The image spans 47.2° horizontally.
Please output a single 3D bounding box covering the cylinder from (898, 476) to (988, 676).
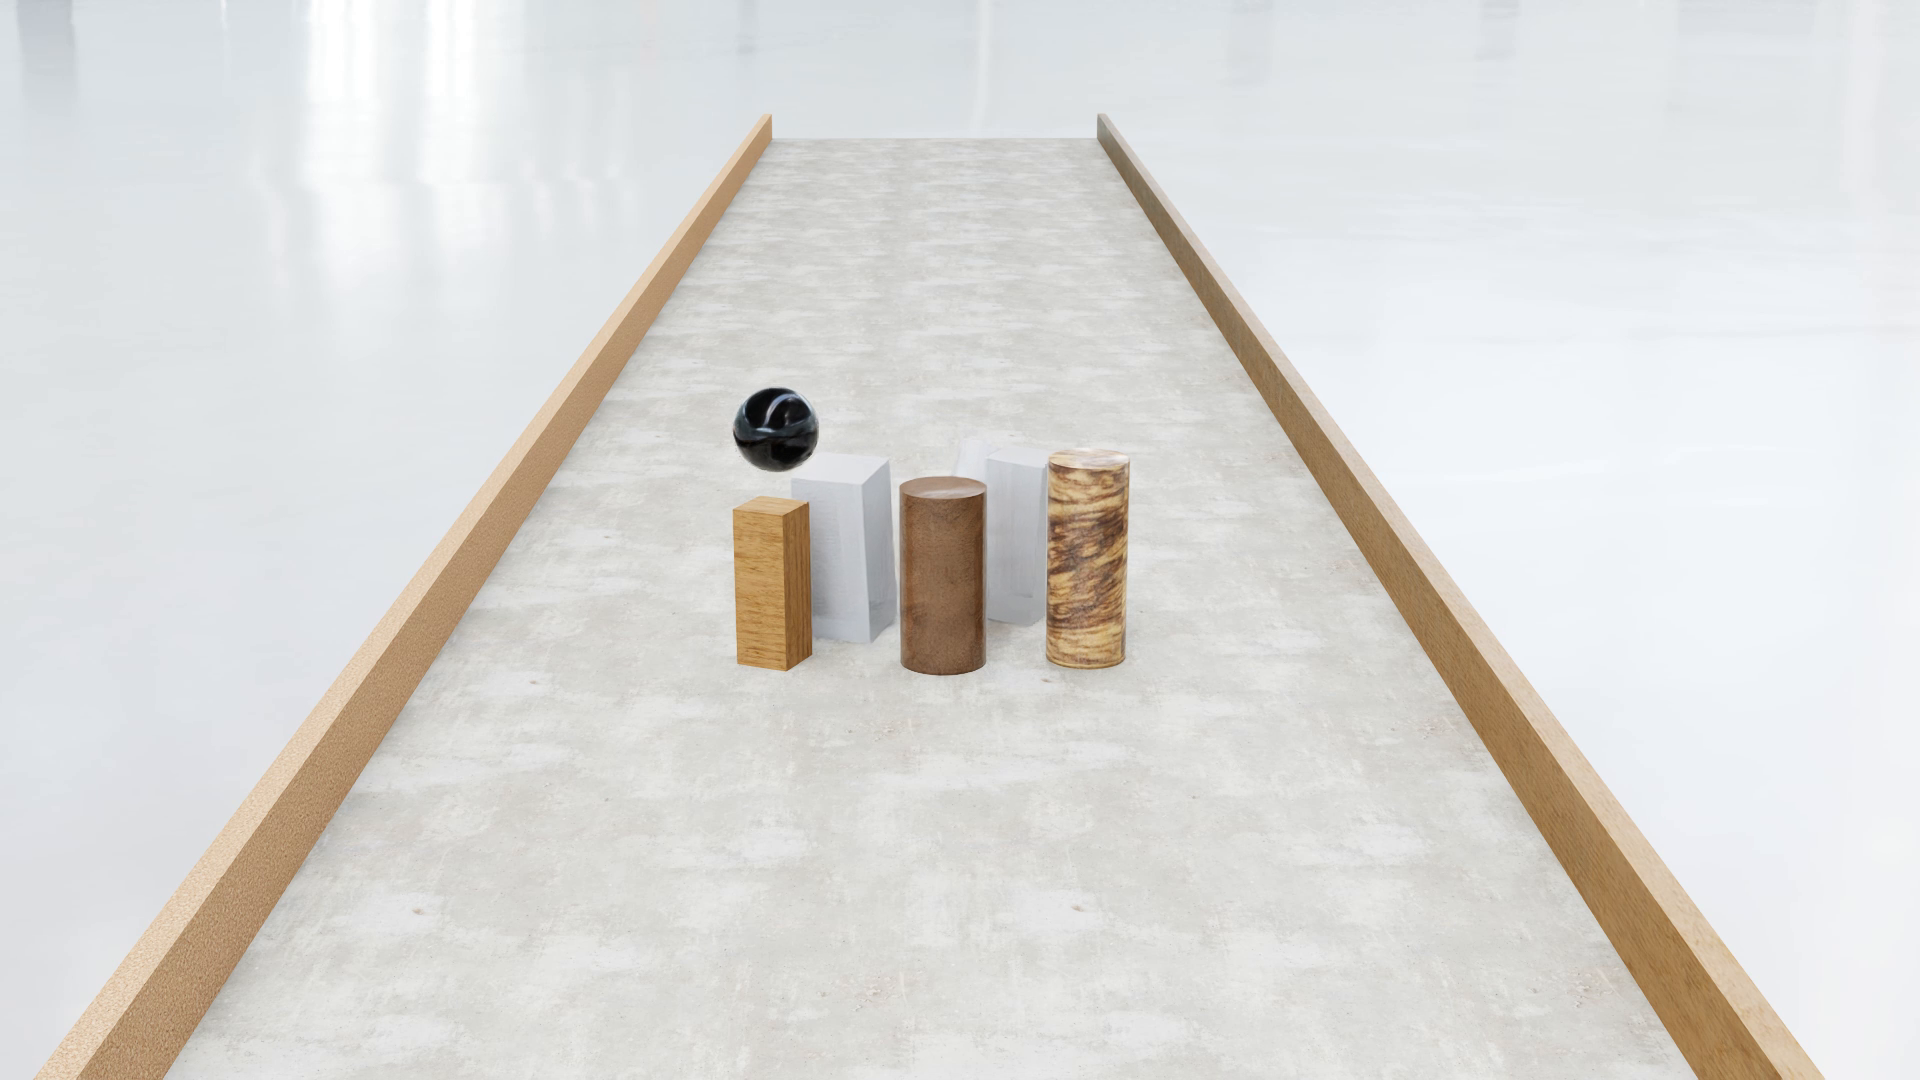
[{"bbox_3d":[-0.033,0.070,4.361,0.174,0.360,0.174,0,17,0],"label":"cylinder"}]

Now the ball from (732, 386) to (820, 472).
[{"bbox_3d":[-0.383,-0.231,4.593,0.181,0.181,0.181,0,17,0],"label":"ball"}]

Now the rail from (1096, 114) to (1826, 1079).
[{"bbox_3d":[0.932,-0.844,7.801,0.050,0.150,12.000,0,17,-1],"label":"rail"}]

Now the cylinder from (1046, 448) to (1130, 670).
[{"bbox_3d":[0.254,0.037,4.380,0.162,0.412,0.162,0,17,0],"label":"cylinder"}]

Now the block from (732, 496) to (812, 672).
[{"bbox_3d":[-0.372,0.086,4.375,0.111,0.321,0.111,7,18,23],"label":"block"}]

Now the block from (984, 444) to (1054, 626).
[{"bbox_3d":[0.127,-0.010,4.638,0.127,0.347,0.127,11,20,22],"label":"block"}]

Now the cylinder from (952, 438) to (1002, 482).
[{"bbox_3d":[0.003,-0.020,4.639,0.102,0.373,0.102,14,-9,2],"label":"cylinder"}]

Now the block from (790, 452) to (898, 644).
[{"bbox_3d":[-0.237,0.015,4.532,0.155,0.351,0.155,6,24,19],"label":"block"}]

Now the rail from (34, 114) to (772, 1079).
[{"bbox_3d":[-1.118,-0.838,7.780,0.050,0.150,12.000,0,17,-1],"label":"rail"}]
